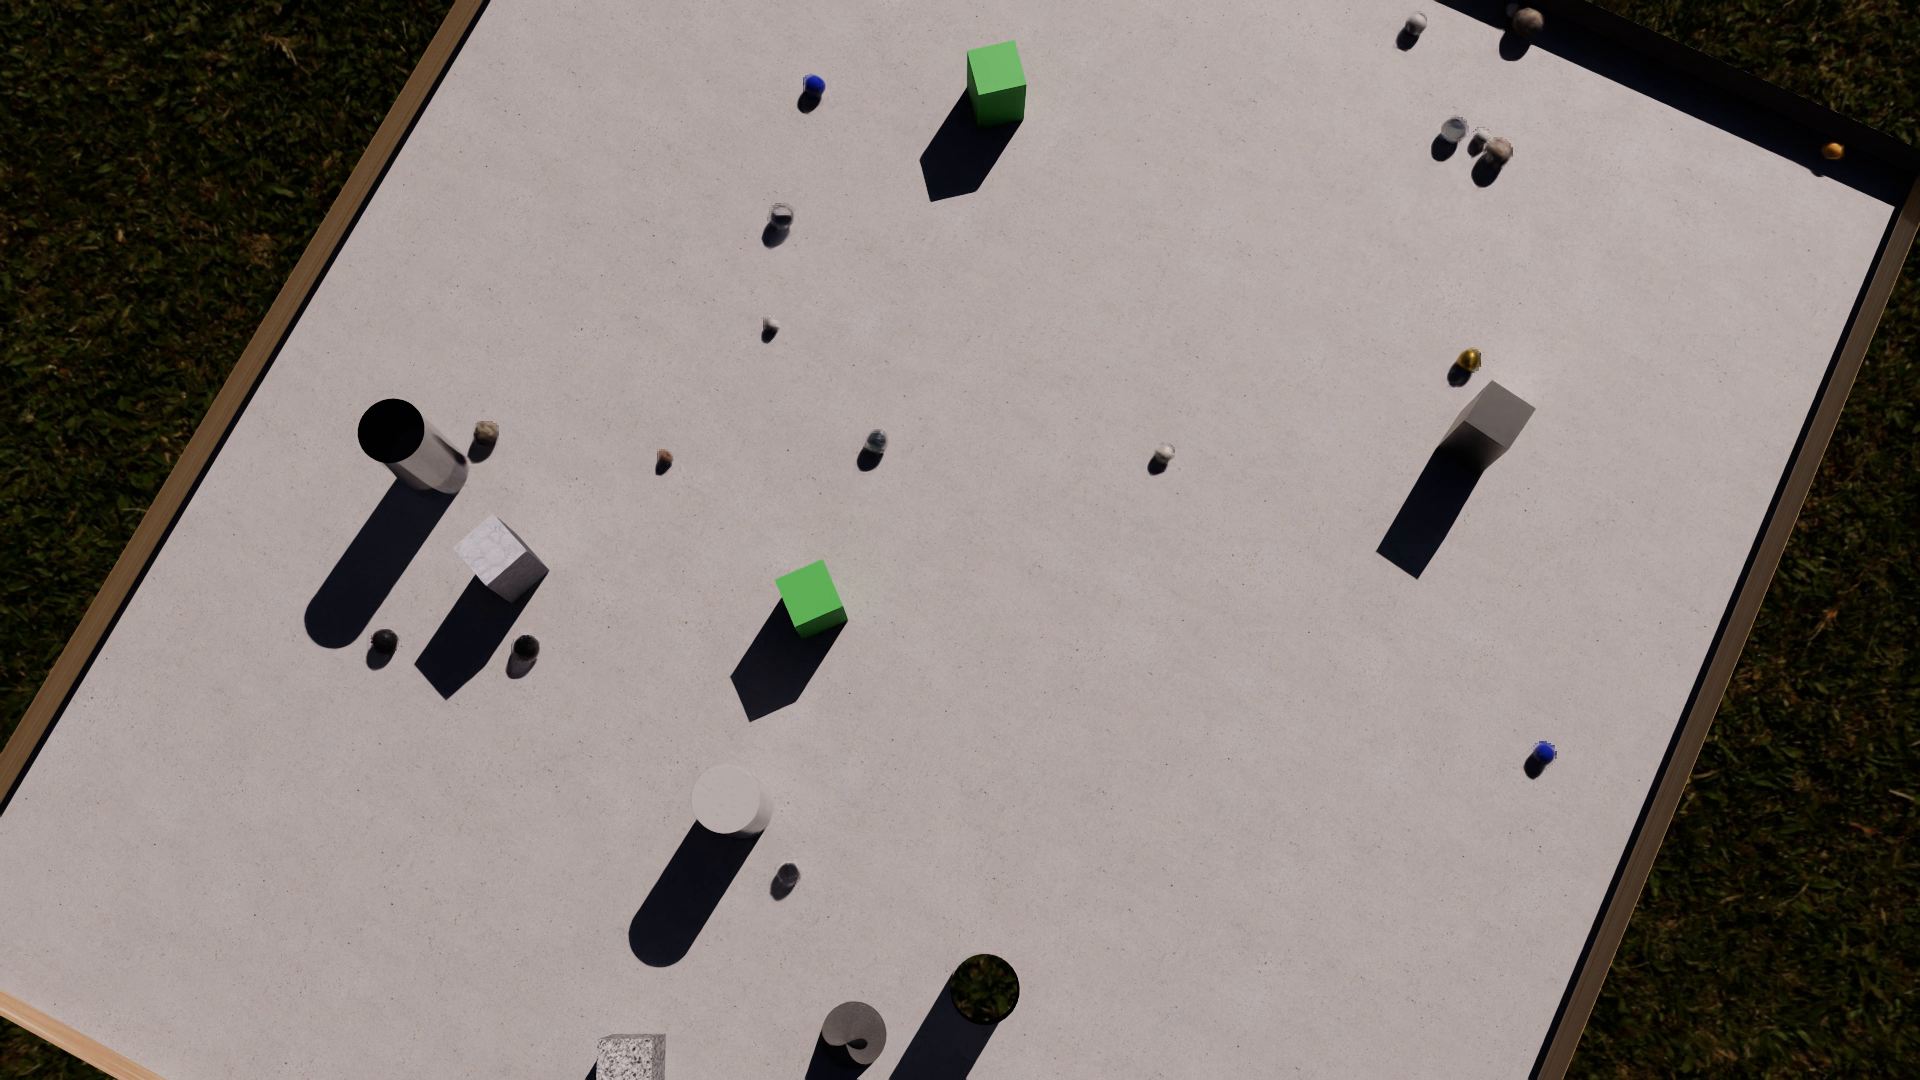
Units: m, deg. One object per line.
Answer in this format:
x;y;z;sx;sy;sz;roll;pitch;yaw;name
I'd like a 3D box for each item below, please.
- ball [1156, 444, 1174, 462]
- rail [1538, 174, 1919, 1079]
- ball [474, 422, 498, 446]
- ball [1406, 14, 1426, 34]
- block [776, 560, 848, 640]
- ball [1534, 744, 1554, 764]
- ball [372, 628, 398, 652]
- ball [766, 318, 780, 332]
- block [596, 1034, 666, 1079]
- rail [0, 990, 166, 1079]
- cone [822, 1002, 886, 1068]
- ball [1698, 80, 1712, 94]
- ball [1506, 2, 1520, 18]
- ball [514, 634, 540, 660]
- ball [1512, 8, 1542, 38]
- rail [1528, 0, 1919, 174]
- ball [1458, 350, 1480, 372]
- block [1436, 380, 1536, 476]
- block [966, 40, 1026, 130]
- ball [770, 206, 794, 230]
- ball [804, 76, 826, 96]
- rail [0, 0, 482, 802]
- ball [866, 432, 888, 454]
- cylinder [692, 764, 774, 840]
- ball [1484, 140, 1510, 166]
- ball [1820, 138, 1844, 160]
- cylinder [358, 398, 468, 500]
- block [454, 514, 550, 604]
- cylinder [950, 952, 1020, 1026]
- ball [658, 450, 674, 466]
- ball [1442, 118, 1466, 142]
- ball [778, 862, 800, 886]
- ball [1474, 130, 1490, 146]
0.629;-0.266;5.643;0.055;0.055;0.055;0;78;0;ball
1.966;0.969;5.352;0.045;0.123;4.923;26;80;5;rail
-1.460;-0.325;5.647;0.072;0.072;0.072;0;78;0;ball
1.474;-1.668;5.928;0.066;0.066;0.066;0;78;0;ball
-0.439;0.180;5.448;0.152;0.258;0.152;-23;79;-5;block
1.738;0.638;5.454;0.061;0.061;0.061;0;78;0;ball
-1.731;0.303;5.516;0.074;0.074;0.074;0;78;0;ball
-0.587;-0.672;5.733;0.045;0.045;0.045;0;78;0;ball
-0.929;1.483;5.188;0.152;0.239;0.152;-1;78;0;block
-1.090;2.142;5.109;4.443;0.123;0.045;26;80;5;rail
-0.308;1.400;5.140;0.190;0.366;0.190;0;78;0;cone
2.397;-1.458;5.897;0.042;0.042;0.042;0;78;0;ball
1.795;-1.720;5.947;0.049;0.049;0.049;0;78;0;ball
-1.303;0.324;5.509;0.079;0.079;0.079;0;78;0;ball
1.831;-1.668;5.913;0.095;0.095;0.095;0;78;0;ball
1.090;-2.128;5.993;4.443;0.123;0.045;26;80;5;rail
1.582;-0.558;5.697;0.068;0.068;0.068;0;78;0;ball
1.578;-0.332;5.515;0.152;0.334;0.152;35;80;7;block
0.114;-1.433;5.783;0.152;0.255;0.152;-13;79;-3;block
-0.562;-1.019;5.788;0.076;0.076;0.076;0;78;0;ball
-0.465;-1.458;5.884;0.067;0.067;0.067;0;78;0;ball
-1.966;-0.956;5.750;0.045;0.123;4.923;26;80;5;rail
-0.257;-0.298;5.642;0.071;0.071;0.071;0;78;0;ball
-0.649;0.756;5.265;0.190;0.383;0.190;0;78;0;cylinder
1.708;-1.230;5.828;0.083;0.083;0.083;0;78;0;ball
2.780;-1.245;5.839;0.068;0.068;0.068;0;78;0;ball
-1.613;-0.262;5.428;0.190;0.474;0.190;0;78;0;cylinder
-1.360;0.058;5.448;0.152;0.306;0.152;-42;81;-8;block
0.068;1.263;5.175;0.190;0.352;0.190;0;78;0;cylinder
-0.906;-0.253;5.646;0.044;0.044;0.044;0;78;0;ball
1.576;-1.307;5.847;0.078;0.078;0.078;0;78;0;ball
-0.502;0.980;5.380;0.066;0.066;0.066;0;78;0;ball
1.668;-1.287;5.858;0.048;0.048;0.048;0;78;0;ball
